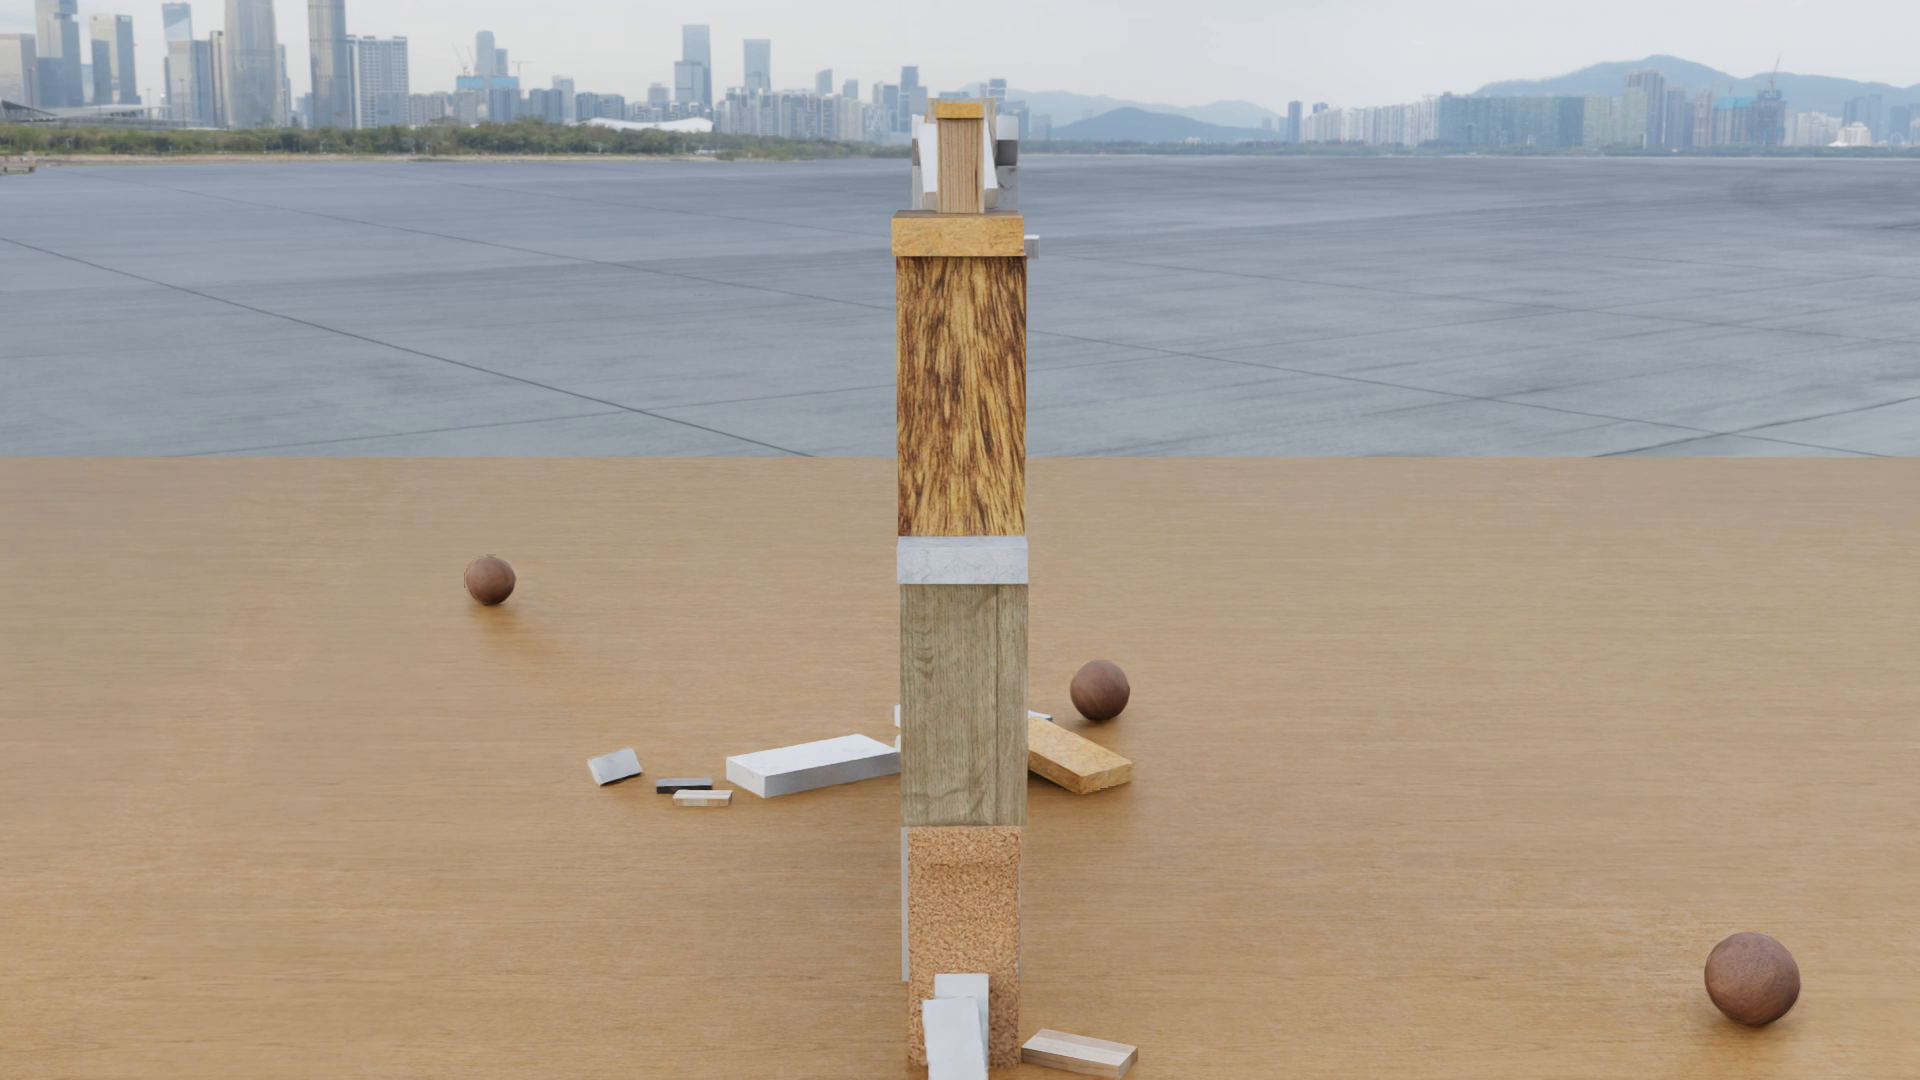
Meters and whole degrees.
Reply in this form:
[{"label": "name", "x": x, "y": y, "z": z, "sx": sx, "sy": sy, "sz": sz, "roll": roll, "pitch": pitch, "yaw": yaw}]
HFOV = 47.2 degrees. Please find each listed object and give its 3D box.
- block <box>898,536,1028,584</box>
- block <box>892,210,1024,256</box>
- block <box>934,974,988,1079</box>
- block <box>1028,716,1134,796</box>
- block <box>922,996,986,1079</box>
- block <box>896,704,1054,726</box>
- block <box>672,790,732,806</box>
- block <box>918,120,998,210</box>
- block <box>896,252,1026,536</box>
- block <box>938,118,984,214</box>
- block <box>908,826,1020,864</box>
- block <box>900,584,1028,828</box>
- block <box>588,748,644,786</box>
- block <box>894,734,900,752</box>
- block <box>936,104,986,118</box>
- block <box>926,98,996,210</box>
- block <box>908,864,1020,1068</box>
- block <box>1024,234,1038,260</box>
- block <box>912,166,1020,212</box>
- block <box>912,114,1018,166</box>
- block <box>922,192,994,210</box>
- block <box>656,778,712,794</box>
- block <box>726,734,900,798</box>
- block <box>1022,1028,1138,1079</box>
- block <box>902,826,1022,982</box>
[{"label": "block", "x": 0.004, "y": 0.002, "z": 3.000, "sx": 0.168, "sy": 0.048, "sz": 0.337, "roll": 0, "pitch": 11, "yaw": 0}, {"label": "block", "x": -0.003, "y": -0.415, "z": 2.962, "sx": 0.168, "sy": 0.048, "sz": 0.337, "roll": 0, "pitch": 10, "yaw": 0}, {"label": "block", "x": 0.002, "y": 0.653, "z": 2.942, "sx": 0.072, "sy": 0.143, "sz": 0.020, "roll": 0, "pitch": -10, "yaw": 0}, {"label": "block", "x": 0.194, "y": 0.424, "z": 4.350, "sx": 0.140, "sy": 0.040, "sz": 0.279, "roll": -10, "pitch": 22, "yaw": -40}, {"label": "block", "x": -0.007, "y": 0.674, "z": 2.887, "sx": 0.072, "sy": 0.143, "sz": 0.020, "roll": -2, "pitch": -31, "yaw": -10}, {"label": "block", "x": 0.029, "y": 0.383, "z": 4.661, "sx": 0.309, "sy": 0.044, "sz": 0.154, "roll": 9, "pitch": 14, "yaw": 40}, {"label": "block", "x": -0.488, "y": 0.489, "z": 4.169, "sx": 0.105, "sy": 0.015, "sz": 0.053, "roll": 1, "pitch": 11, "yaw": 3}, {"label": "block", "x": -0.005, "y": -0.561, "z": 3.287, "sx": 0.107, "sy": 0.030, "sz": 0.214, "roll": -3, "pitch": 38, "yaw": -2}, {"label": "block", "x": 0.002, "y": -0.191, "z": 2.897, "sx": 0.168, "sy": 0.369, "sz": 0.048, "roll": 0, "pitch": 11, "yaw": 0}, {"label": "block", "x": 0.001, "y": -0.505, "z": 2.970, "sx": 0.063, "sy": 0.126, "sz": 0.018, "roll": 0, "pitch": 14, "yaw": 0}, {"label": "block", "x": 0.006, "y": 0.381, "z": 3.054, "sx": 0.148, "sy": 0.042, "sz": 0.297, "roll": 0, "pitch": 11, "yaw": 0}, {"label": "block", "x": 0.005, "y": 0.212, "z": 2.924, "sx": 0.168, "sy": 0.337, "sz": 0.048, "roll": 0, "pitch": 11, "yaw": -2}, {"label": "block", "x": -0.675, "y": 0.445, "z": 4.309, "sx": 0.105, "sy": 0.053, "sz": 0.015, "roll": -12, "pitch": -20, "yaw": -49}, {"label": "block", "x": -0.051, "y": 0.402, "z": 4.432, "sx": 0.099, "sy": 0.028, "sz": 0.198, "roll": 20, "pitch": 15, "yaw": 15}, {"label": "block", "x": 0.002, "y": -0.584, "z": 2.996, "sx": 0.063, "sy": 0.018, "sz": 0.126, "roll": 0, "pitch": 10, "yaw": 2}, {"label": "block", "x": 0.001, "y": -0.554, "z": 3.366, "sx": 0.107, "sy": 0.297, "sz": 0.030, "roll": 0, "pitch": -30, "yaw": 2}, {"label": "block", "x": 0.005, "y": 0.566, "z": 2.982, "sx": 0.148, "sy": 0.297, "sz": 0.042, "roll": 0, "pitch": 11, "yaw": 0}, {"label": "block", "x": 0.014, "y": -0.457, "z": 3.423, "sx": 0.217, "sy": 0.031, "sz": 0.108, "roll": 0, "pitch": 11, "yaw": 2}, {"label": "block", "x": 0.009, "y": -0.386, "z": 3.590, "sx": 0.172, "sy": 0.443, "sz": 0.049, "roll": 0, "pitch": 9, "yaw": -1}, {"label": "block", "x": 0.005, "y": -0.580, "z": 3.683, "sx": 0.172, "sy": 0.049, "sz": 0.344, "roll": 0, "pitch": -29, "yaw": -1}, {"label": "block", "x": -0.003, "y": -0.415, "z": 3.258, "sx": 0.107, "sy": 0.214, "sz": 0.030, "roll": 0, "pitch": -11, "yaw": 2}, {"label": "block", "x": -0.532, "y": 0.475, "z": 4.250, "sx": 0.105, "sy": 0.015, "sz": 0.053, "roll": -1, "pitch": 11, "yaw": -5}, {"label": "block", "x": -0.288, "y": 0.444, "z": 4.337, "sx": 0.309, "sy": 0.044, "sz": 0.154, "roll": -7, "pitch": 13, "yaw": -34}, {"label": "block", "x": 0.164, "y": 0.703, "z": 3.007, "sx": 0.143, "sy": 0.020, "sz": 0.072, "roll": 5, "pitch": 12, "yaw": 25}, {"label": "block", "x": 0.002, "y": 0.481, "z": 3.283, "sx": 0.178, "sy": 0.356, "sz": 0.050, "roll": 0, "pitch": 11, "yaw": 0}]
